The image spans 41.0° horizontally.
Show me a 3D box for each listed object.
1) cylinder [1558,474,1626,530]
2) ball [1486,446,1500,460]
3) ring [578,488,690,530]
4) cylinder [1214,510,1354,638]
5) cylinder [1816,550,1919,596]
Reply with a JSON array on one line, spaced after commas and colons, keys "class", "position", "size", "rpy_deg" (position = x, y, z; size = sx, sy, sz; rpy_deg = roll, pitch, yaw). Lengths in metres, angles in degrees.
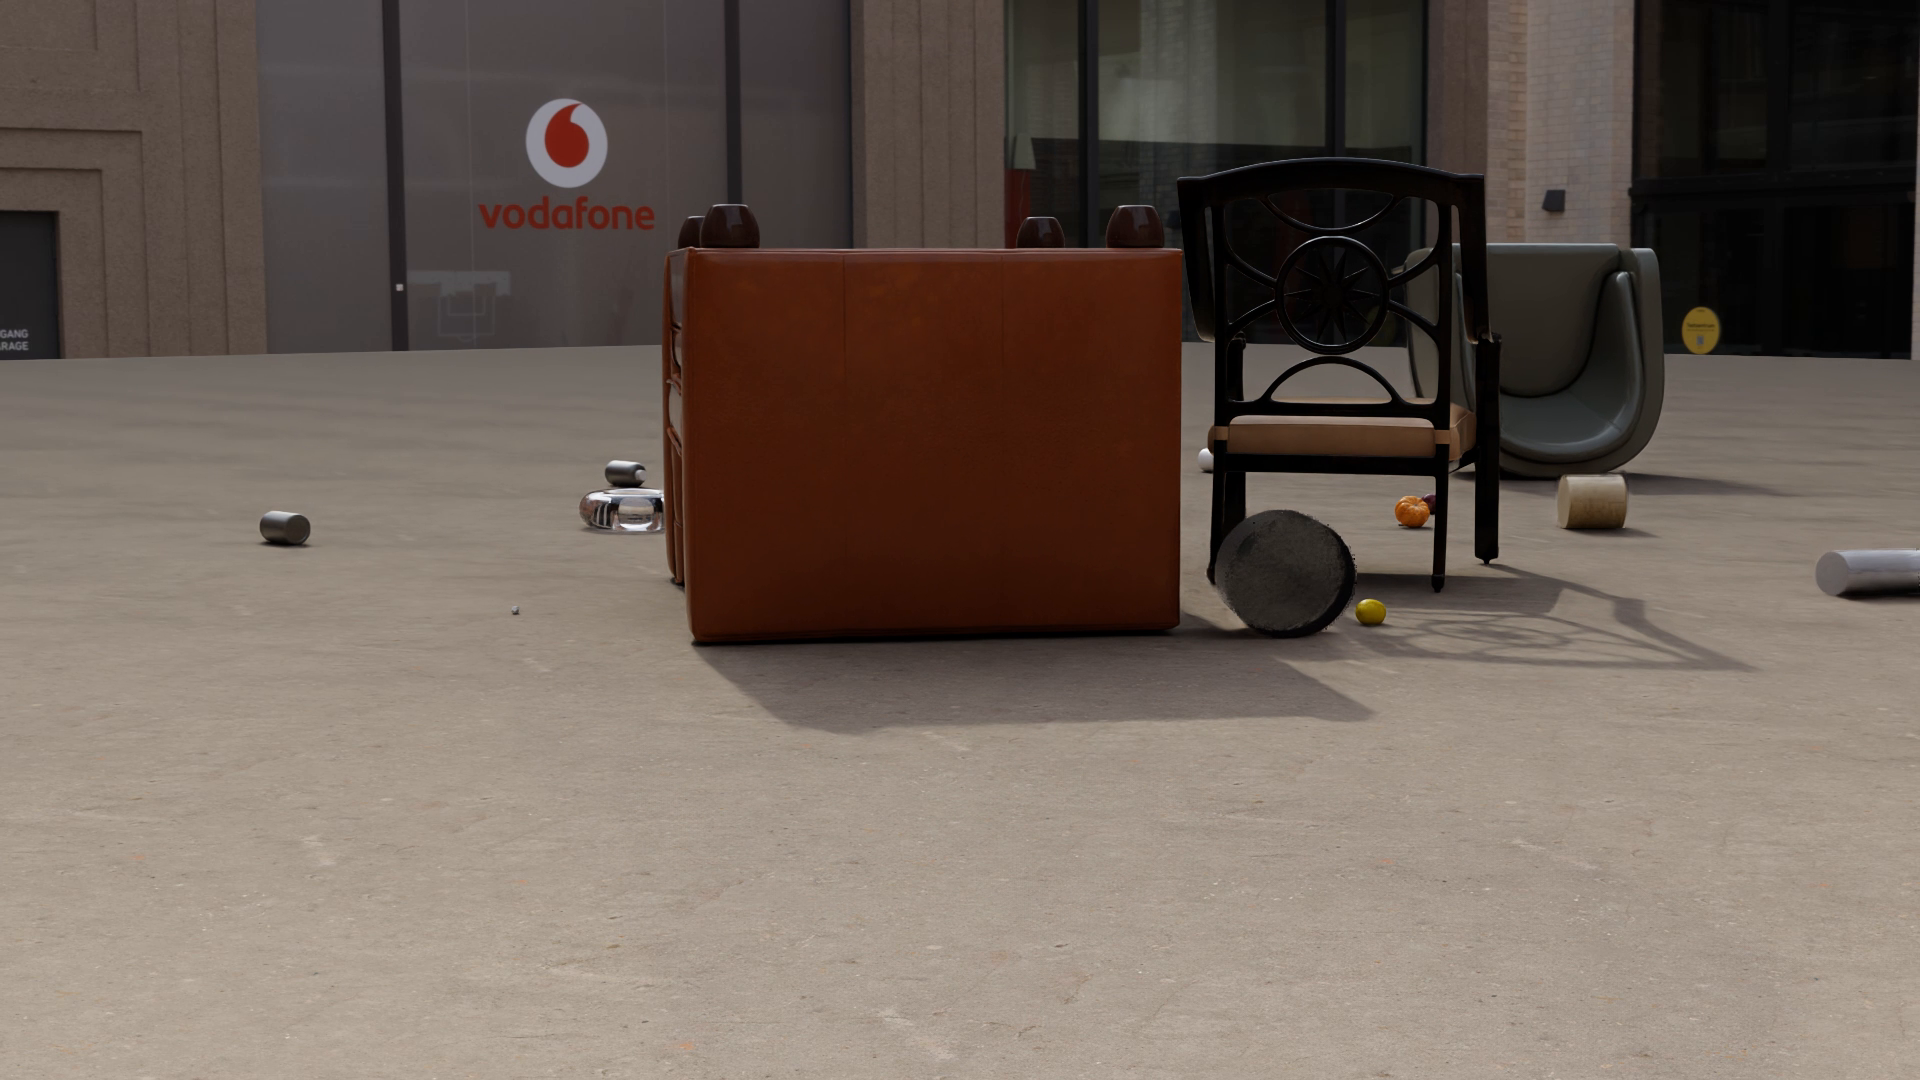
[{"class": "cylinder", "position": [1.647, -0.100, 6.688], "size": [0.144, 0.143, 0.205], "rpy_deg": [0, 2, 4]}, {"class": "ball", "position": [1.915, -0.313, 9.206], "size": [0.050, 0.050, 0.050], "rpy_deg": [0, 6, 0]}, {"class": "ring", "position": [-0.854, -0.081, 6.738], "size": [0.297, 0.096, 0.253], "rpy_deg": [-2, 7, -26]}, {"class": "cylinder", "position": [0.597, 0.062, 4.733], "size": [0.235, 0.220, 0.160], "rpy_deg": [-20, 6, -1]}, {"class": "cylinder", "position": [1.891, 0.067, 5.309], "size": [0.192, 0.091, 0.123], "rpy_deg": [-1, -4, -14]}]
